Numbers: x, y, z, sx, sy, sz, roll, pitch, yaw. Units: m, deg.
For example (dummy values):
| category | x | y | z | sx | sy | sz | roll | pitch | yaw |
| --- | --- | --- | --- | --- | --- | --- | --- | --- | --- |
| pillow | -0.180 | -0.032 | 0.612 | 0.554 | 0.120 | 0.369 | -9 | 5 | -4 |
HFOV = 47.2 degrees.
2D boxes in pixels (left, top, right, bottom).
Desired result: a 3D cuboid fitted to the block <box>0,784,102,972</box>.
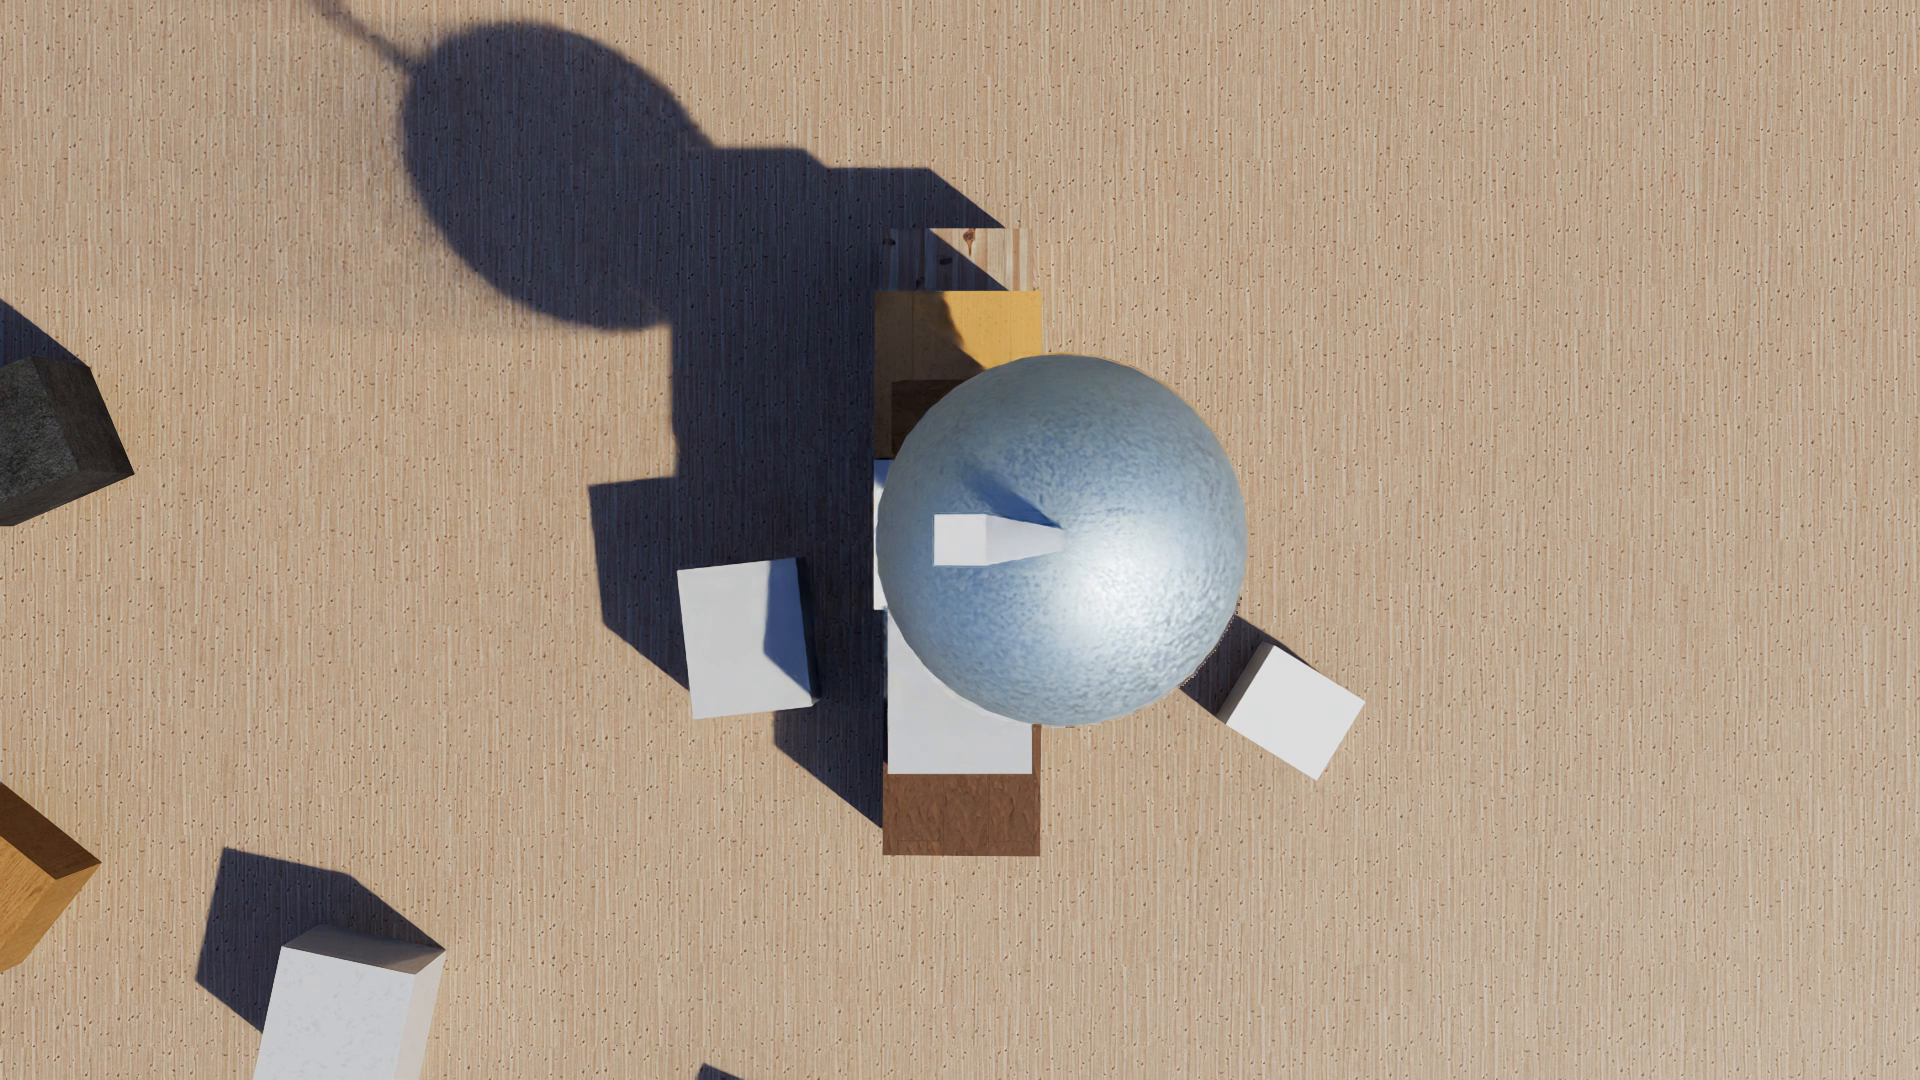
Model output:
| category | x | y | z | sx | sy | sz | roll | pitch | yaw |
| --- | --- | --- | --- | --- | --- | --- | --- | --- | --- |
| block | -5.597 | 1.973 | 12.664 | 0.740 | 0.671 | 0.761 | 39 | 90 | 0 |

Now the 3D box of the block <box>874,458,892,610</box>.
| category | x | y | z | sx | sy | sz | roll | pitch | yaw |
| --- | --- | --- | --- | --- | --- | --- | --- | --- | --- |
| block | -0.012 | -0.027 | 11.737 | 0.864 | 0.768 | 0.783 | 0 | 90 | 0 |

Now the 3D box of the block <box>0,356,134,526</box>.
| category | x | y | z | sx | sy | sz | roll | pitch | yaw |
| --- | --- | --- | --- | --- | --- | --- | --- | --- | --- |
| block | -5.373 | -0.552 | 12.587 | 0.785 | 0.826 | 0.692 | -23 | 90 | 0 |

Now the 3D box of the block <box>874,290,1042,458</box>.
| category | x | y | z | sx | sy | sz | roll | pitch | yaw |
| --- | --- | --- | --- | --- | --- | --- | --- | --- | --- |
| block | -0.010 | -0.847 | 11.684 | 0.855 | 0.873 | 0.853 | 0 | 90 | 0 |

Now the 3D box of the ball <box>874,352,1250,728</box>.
| category | x | y | z | sx | sy | sz | roll | pitch | yaw |
| --- | --- | --- | --- | --- | --- | --- | --- | --- | --- |
| ball | 0.434 | 0.000 | 9.436 | 1.600 | 1.600 | 1.600 | 0 | 90 | 0 |

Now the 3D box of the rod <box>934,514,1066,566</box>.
| category | x | y | z | sx | sy | sz | roll | pitch | yaw |
| --- | --- | --- | --- | --- | --- | --- | --- | --- | --- |
| rod | 0.188 | 0.000 | 6.045 | 0.080 | 5.200 | 0.080 | 0 | 90 | 4 |

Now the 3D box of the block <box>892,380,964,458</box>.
| category | x | y | z | sx | sy | sz | roll | pitch | yaw |
| --- | --- | --- | --- | --- | --- | --- | --- | --- | --- |
| block | -0.025 | -0.485 | 10.893 | 0.598 | 0.709 | 0.565 | -1 | 90 | 0 |

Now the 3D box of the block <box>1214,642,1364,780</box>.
| category | x | y | z | sx | sy | sz | roll | pitch | yaw |
| --- | --- | --- | --- | --- | --- | --- | --- | --- | --- |
| block | 1.904 | 0.982 | 12.737 | 0.607 | 0.526 | 0.527 | 32 | 90 | 0 |

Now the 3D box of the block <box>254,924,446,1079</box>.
| category | x | y | z | sx | sy | sz | roll | pitch | yaw |
| --- | --- | --- | --- | --- | --- | --- | --- | --- | --- |
| block | -3.492 | 2.740 | 12.625 | 0.761 | 0.751 | 0.810 | 12 | 90 | 0 |

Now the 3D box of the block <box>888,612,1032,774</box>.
| category | x | y | z | sx | sy | sz | roll | pitch | yaw |
| --- | --- | --- | --- | --- | --- | --- | --- | --- | --- |
| block | -0.001 | 0.813 | 11.701 | 0.736 | 0.856 | 0.837 | 0 | 85 | 0 |

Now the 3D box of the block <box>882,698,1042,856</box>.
| category | x | y | z | sx | sy | sz | roll | pitch | yaw |
| --- | --- | --- | --- | --- | --- | --- | --- | --- | --- |
| block | 0.011 | 1.318 | 12.562 | 0.870 | 0.876 | 0.849 | 0 | 90 | 0 |

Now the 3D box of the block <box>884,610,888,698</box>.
| category | x | y | z | sx | sy | sz | roll | pitch | yaw |
| --- | --- | --- | --- | --- | --- | --- | --- | --- | --- |
| block | 0.017 | 0.443 | 12.584 | 0.871 | 0.832 | 0.857 | 0 | 90 | 0 |

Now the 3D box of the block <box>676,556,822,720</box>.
| category | x | y | z | sx | sy | sz | roll | pitch | yaw |
| --- | --- | --- | --- | --- | --- | --- | --- | --- | --- |
| block | -1.193 | 0.545 | 12.588 | 0.662 | 0.824 | 0.829 | -6 | 90 | 0 |

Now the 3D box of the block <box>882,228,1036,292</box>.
| category | x | y | z | sx | sy | sz | roll | pitch | yaw |
| --- | --- | --- | --- | --- | --- | --- | --- | --- | --- |
| block | -0.004 | -1.334 | 12.606 | 0.850 | 0.788 | 0.792 | 0 | 90 | 0 |
